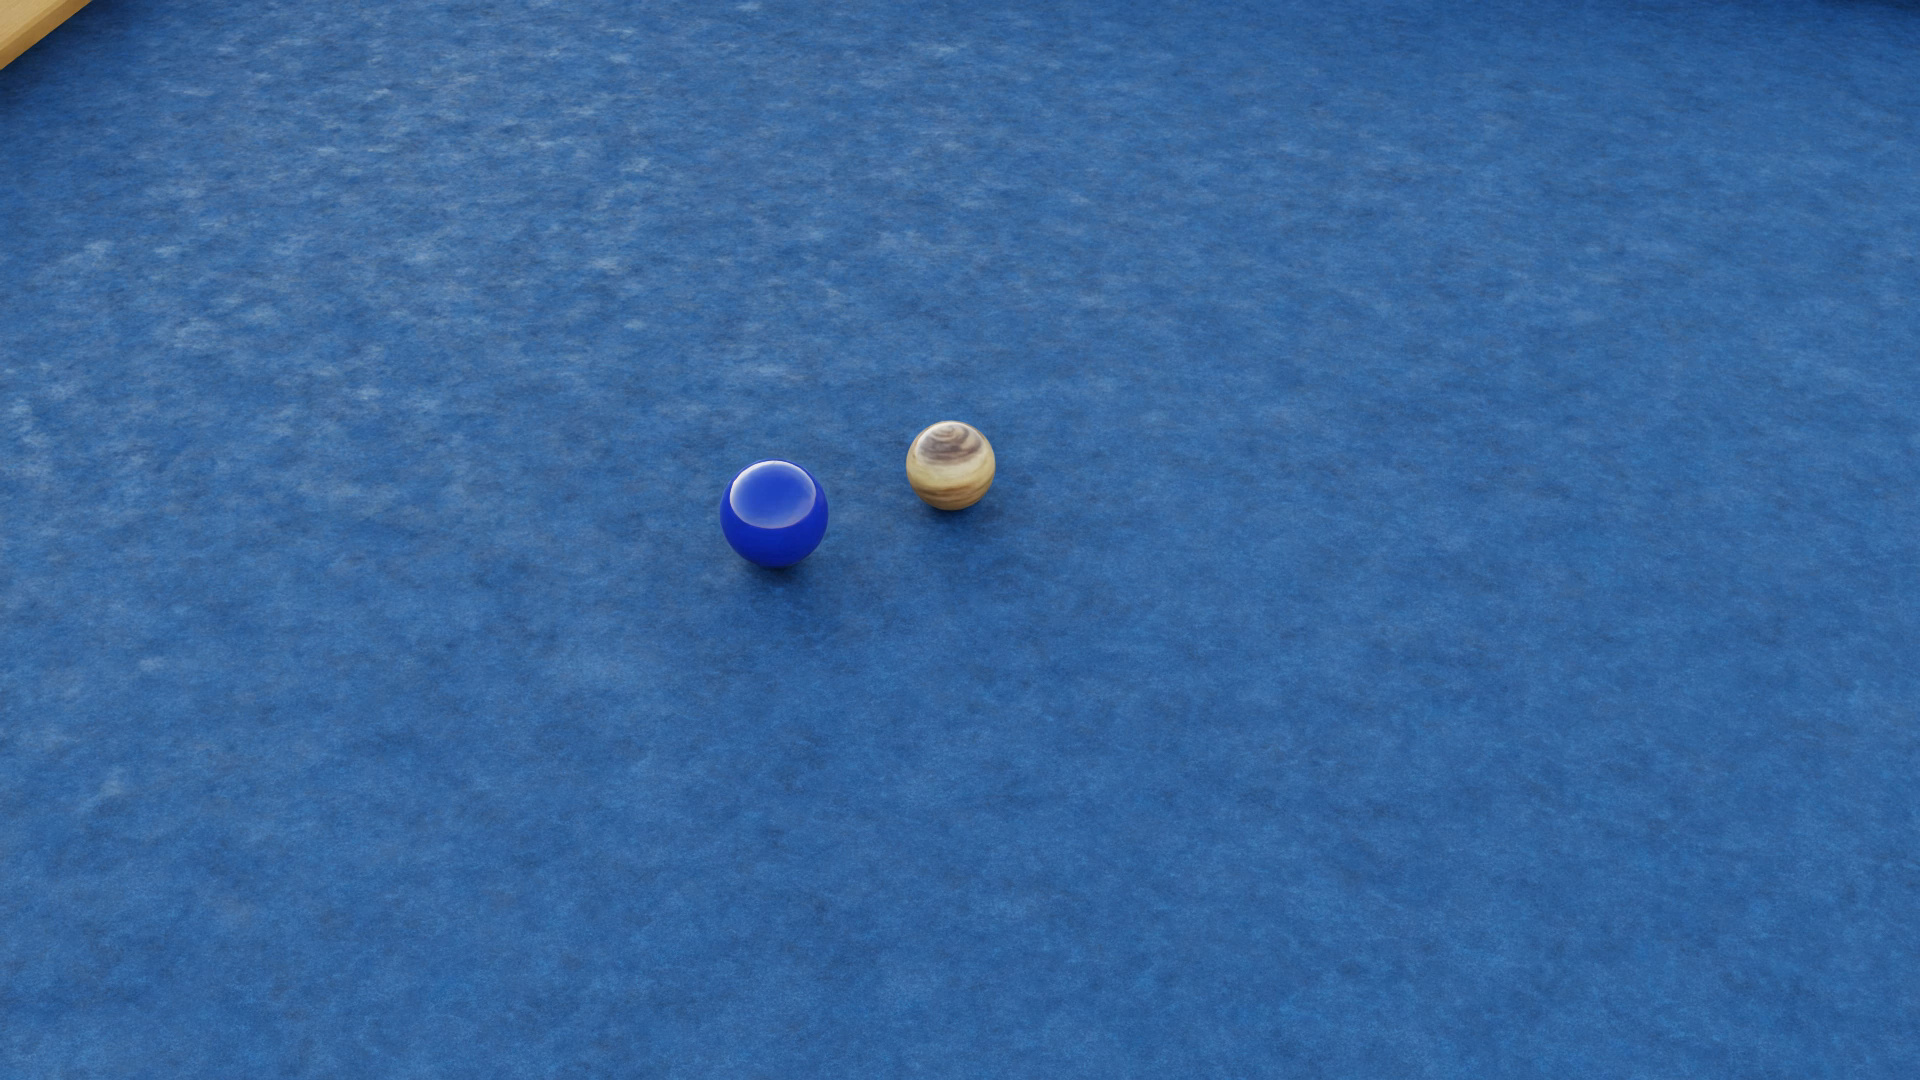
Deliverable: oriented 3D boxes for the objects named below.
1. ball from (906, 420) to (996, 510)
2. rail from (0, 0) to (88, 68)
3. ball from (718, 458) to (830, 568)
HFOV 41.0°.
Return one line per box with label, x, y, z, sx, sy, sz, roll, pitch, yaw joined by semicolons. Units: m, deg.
ball;-0.007;-0.054;1.873;0.066;0.066;0.066;0;35;0
rail;-1.066;-0.161;1.994;0.045;0.102;2.533;8;36;11
ball;-0.131;-0.019;1.811;0.078;0.078;0.078;0;35;0
